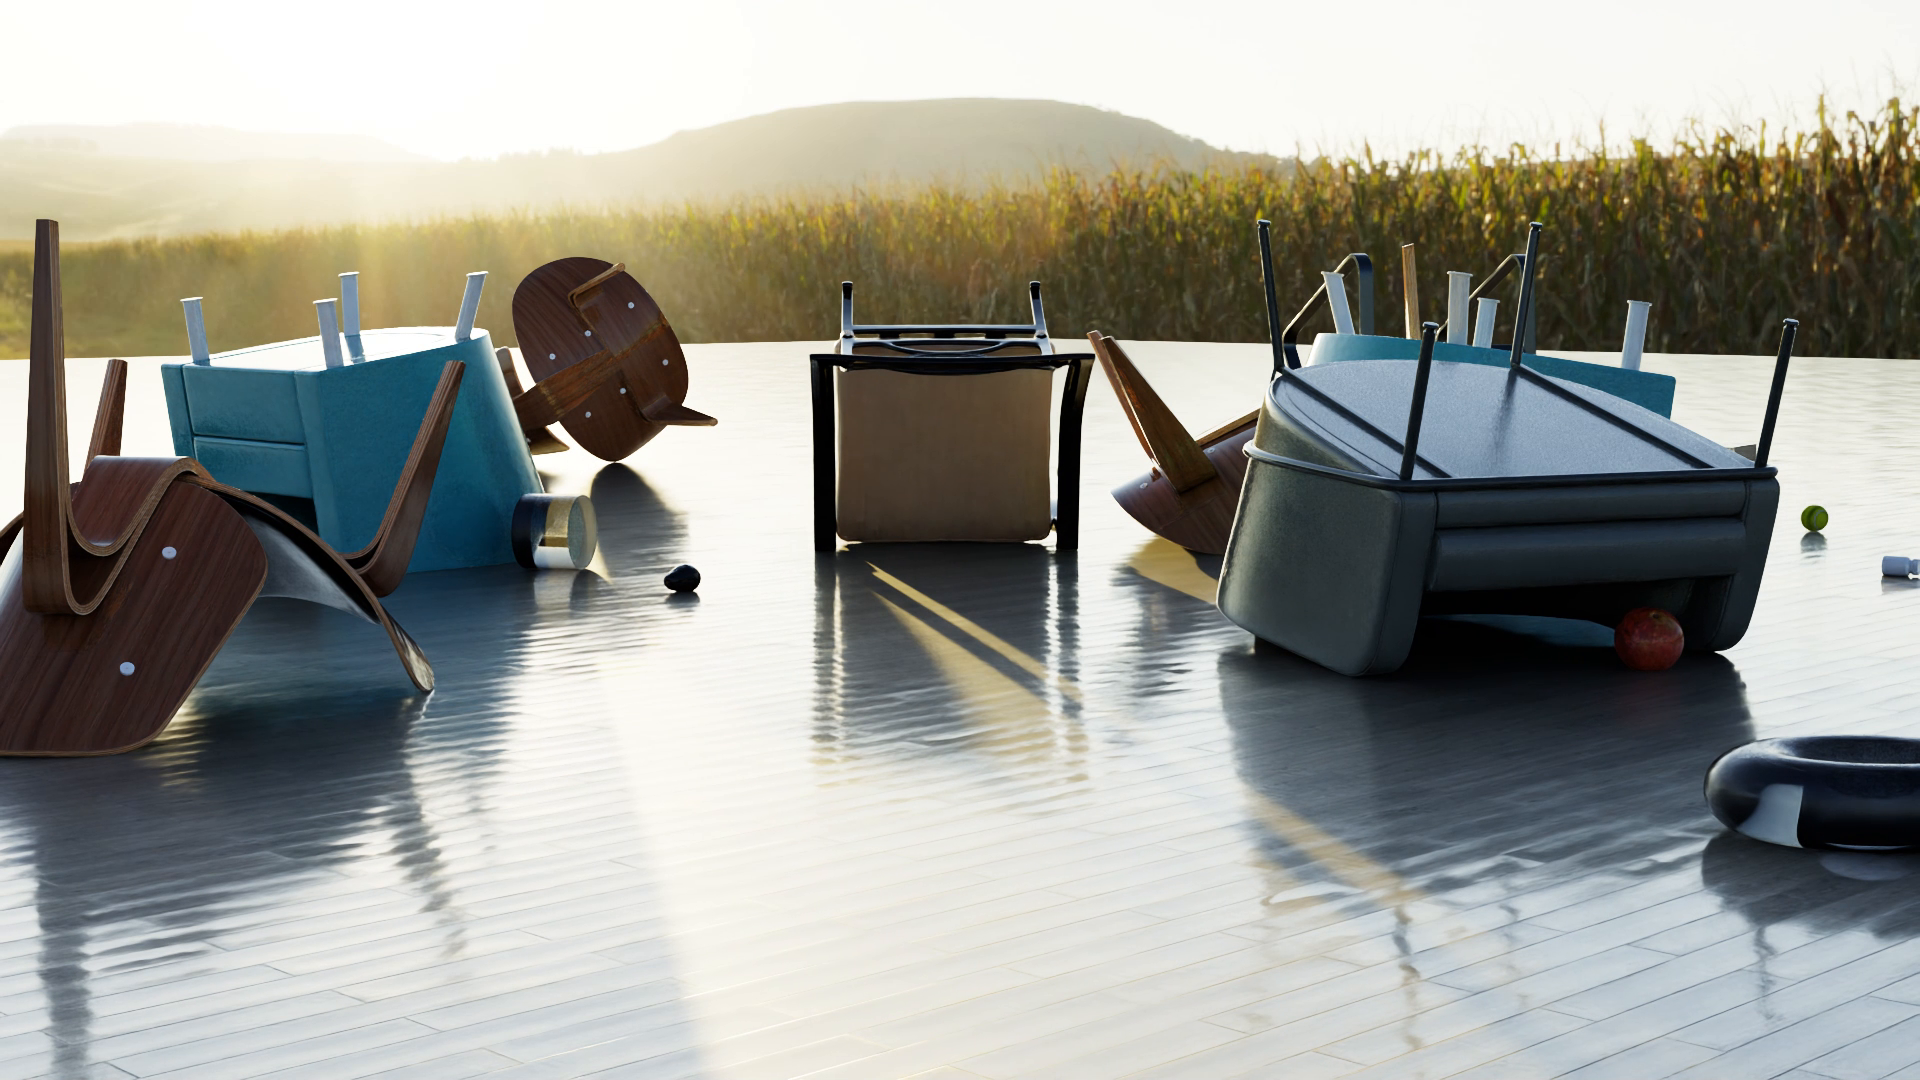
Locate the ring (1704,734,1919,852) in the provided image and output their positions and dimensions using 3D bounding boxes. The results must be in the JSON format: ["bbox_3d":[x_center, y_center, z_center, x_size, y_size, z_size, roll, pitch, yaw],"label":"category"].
[{"bbox_3d":[1.070,0.298,3.027,0.375,0.104,0.262,0,7,8],"label":"ring"}]

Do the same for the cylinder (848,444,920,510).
[{"bbox_3d":[-0.211,-0.172,7.328,0.150,0.155,0.175,-21,31,-25],"label":"cylinder"}]

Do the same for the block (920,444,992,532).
[{"bbox_3d":[-0.010,-0.136,6.681,0.138,0.216,0.141,3,7,28],"label":"block"}]

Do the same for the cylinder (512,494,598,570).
[{"bbox_3d":[-0.911,-0.019,5.770,0.131,0.170,0.194,1,1,12],"label":"cylinder"}]

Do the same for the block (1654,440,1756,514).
[{"bbox_3d":[2.110,-0.180,7.263,0.219,0.183,0.197,4,7,36],"label":"block"}]
